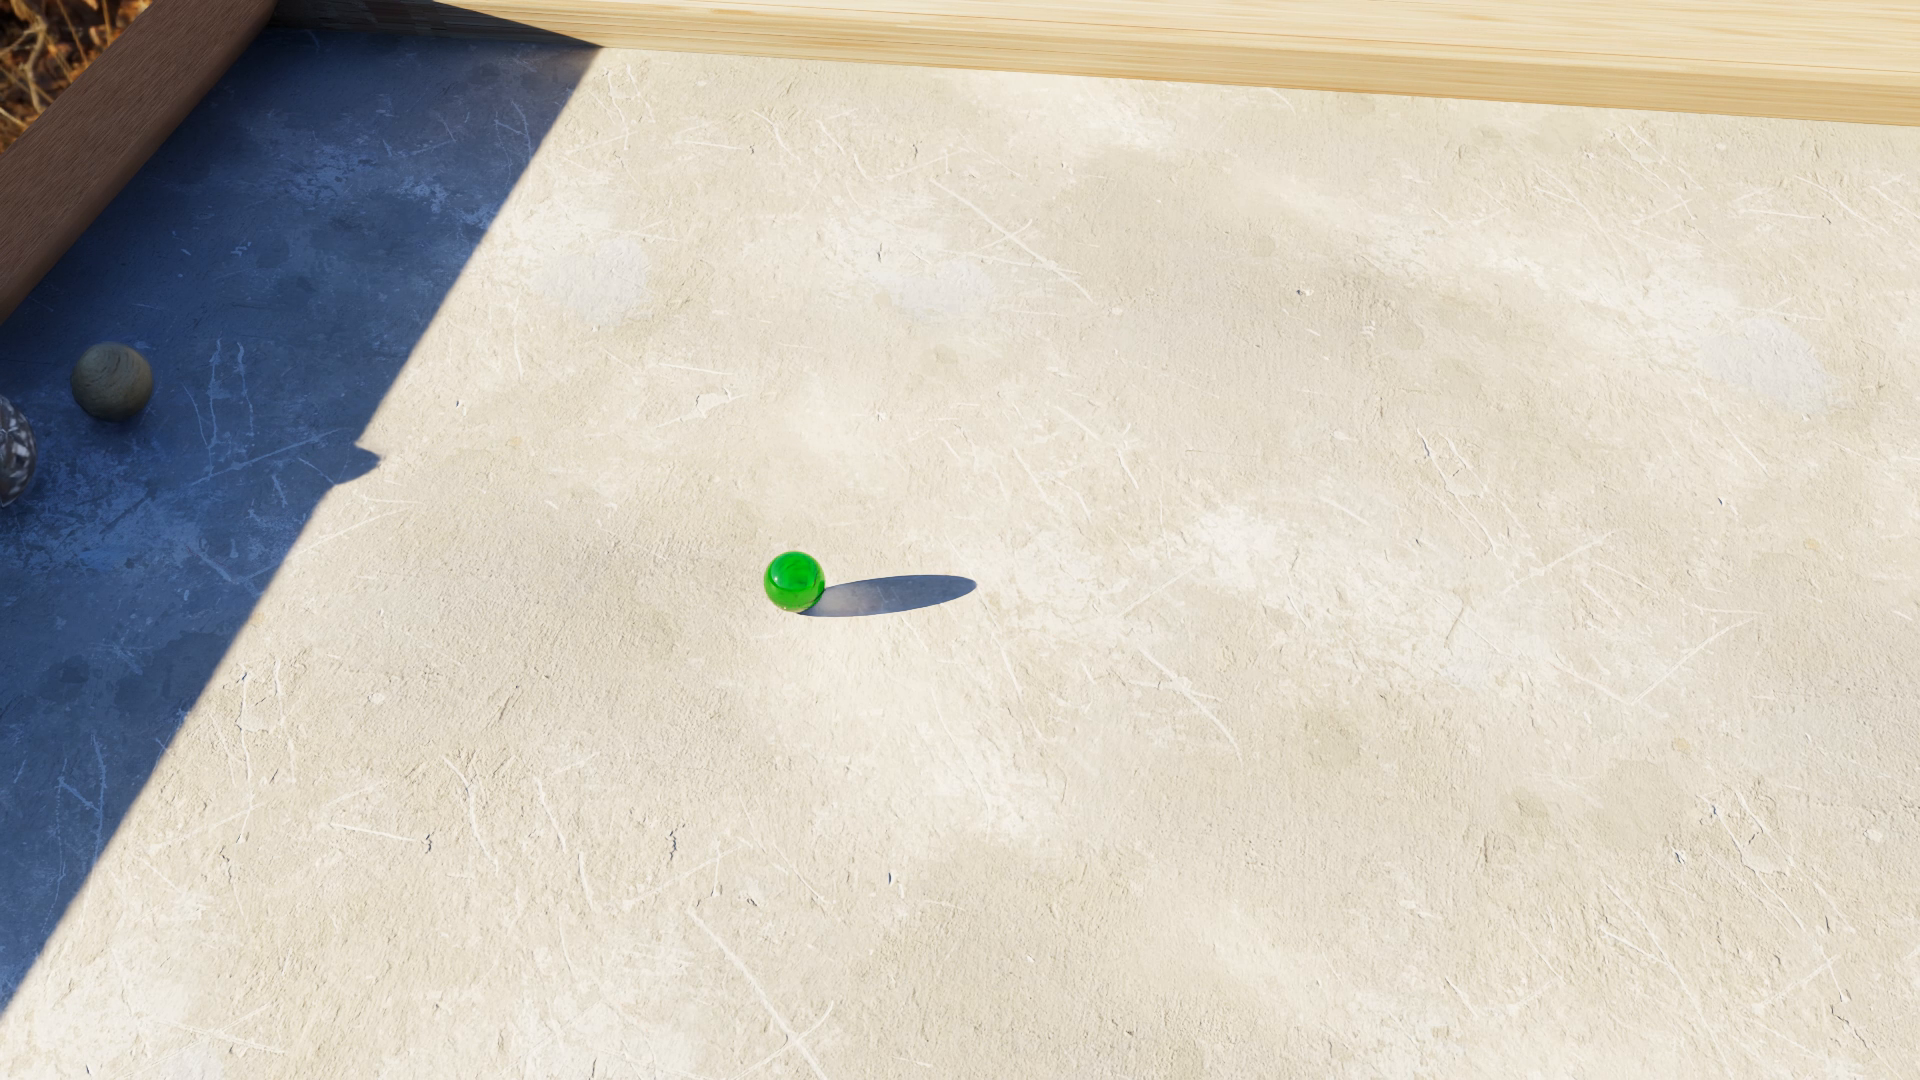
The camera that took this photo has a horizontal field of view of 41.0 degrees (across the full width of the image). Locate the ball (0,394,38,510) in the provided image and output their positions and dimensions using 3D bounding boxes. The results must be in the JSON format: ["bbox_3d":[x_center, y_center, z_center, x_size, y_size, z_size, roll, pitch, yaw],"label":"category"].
[{"bbox_3d":[-0.747,-0.067,1.932,0.098,0.098,0.098,0,35,0],"label":"ball"}]

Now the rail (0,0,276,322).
[{"bbox_3d":[-0.829,-0.099,1.951,0.045,0.128,1.735,5,35,7],"label":"rail"}]

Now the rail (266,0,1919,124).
[{"bbox_3d":[0.972,-0.441,2.439,3.445,0.128,0.045,5,35,7],"label":"rail"}]

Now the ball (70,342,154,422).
[{"bbox_3d":[-0.677,-0.126,2.048,0.063,0.063,0.063,0,35,0],"label":"ball"}]

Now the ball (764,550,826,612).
[{"bbox_3d":[-0.119,0.030,1.841,0.045,0.045,0.045,0,35,0],"label":"ball"}]
